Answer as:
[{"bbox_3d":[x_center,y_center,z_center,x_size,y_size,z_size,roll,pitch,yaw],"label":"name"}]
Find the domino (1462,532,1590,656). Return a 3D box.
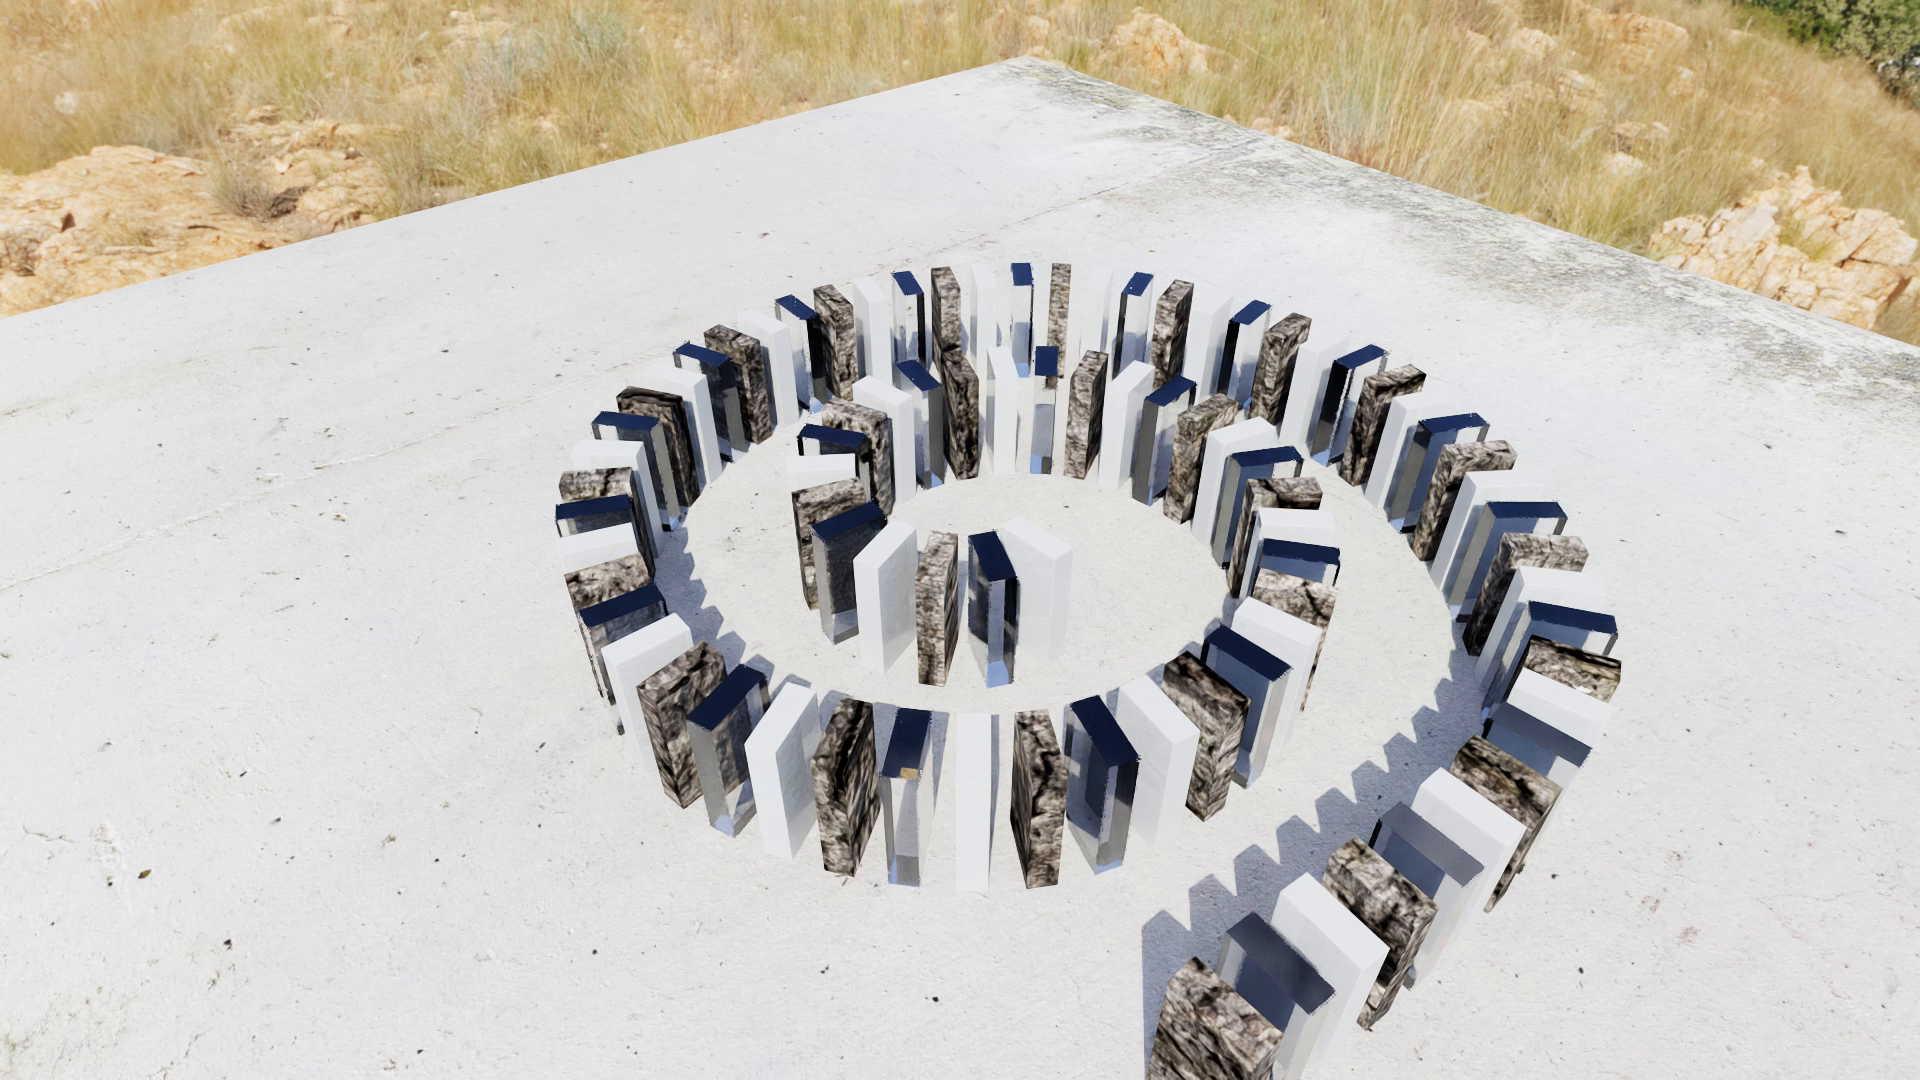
[{"bbox_3d":[0.198,0.020,0.387,0.025,0.050,0.010,3,39,4],"label":"domino"}]

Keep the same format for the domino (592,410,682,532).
[{"bbox_3d":[-0.130,-0.027,0.445,0.025,0.050,0.010,8,40,10],"label":"domino"}]

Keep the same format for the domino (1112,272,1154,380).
[{"bbox_3d":[0.084,-0.102,0.536,0.010,0.050,0.025,15,42,18],"label":"domino"}]

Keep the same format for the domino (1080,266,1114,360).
[{"bbox_3d":[0.067,-0.106,0.541,0.009,0.050,0.025,10,40,12],"label":"domino"}]

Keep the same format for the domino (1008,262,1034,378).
[{"bbox_3d":[0.030,-0.108,0.544,0.009,0.050,0.025,-1,39,-1],"label":"domino"}]

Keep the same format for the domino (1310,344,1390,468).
[{"bbox_3d":[0.171,-0.059,0.483,0.025,0.050,0.009,-24,45,-27],"label":"domino"}]

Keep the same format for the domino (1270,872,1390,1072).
[{"bbox_3d":[0.089,0.110,0.278,0.010,0.050,0.025,-24,45,-26],"label":"domino"}]

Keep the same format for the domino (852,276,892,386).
[{"bbox_3d":[-0.042,-0.098,0.532,0.010,0.050,0.025,-15,42,-17],"label":"domino"}]

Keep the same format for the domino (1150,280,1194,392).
[{"bbox_3d":[0.101,-0.097,0.530,0.009,0.050,0.025,19,43,22],"label":"domino"}]

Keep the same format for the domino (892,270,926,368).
[{"bbox_3d":[-0.025,-0.102,0.536,0.010,0.050,0.025,-11,41,-13],"label":"domino"}]

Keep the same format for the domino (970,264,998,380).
[{"bbox_3d":[0.011,-0.107,0.543,0.010,0.050,0.025,-5,40,-6],"label":"domino"}]

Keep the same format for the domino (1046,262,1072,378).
[{"bbox_3d":[0.048,-0.108,0.543,0.009,0.050,0.025,4,39,5],"label":"domino"}]

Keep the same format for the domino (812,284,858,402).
[{"bbox_3d":[-0.059,-0.093,0.525,0.009,0.050,0.025,-19,43,-22],"label":"domino"}]

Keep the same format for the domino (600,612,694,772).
[{"bbox_3d":[-0.096,0.049,0.351,0.025,0.050,0.009,-28,47,-30],"label":"domino"}]

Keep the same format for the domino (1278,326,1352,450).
[{"bbox_3d":[0.159,-0.068,0.494,0.025,0.050,0.010,-30,48,-31],"label":"domino"}]

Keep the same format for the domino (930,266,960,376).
[{"bbox_3d":[-0.007,-0.105,0.540,0.009,0.050,0.025,-8,40,-10],"label":"domino"}]

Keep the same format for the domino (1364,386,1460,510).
[{"bbox_3d":[0.187,-0.038,0.457,0.025,0.050,0.009,-12,41,-14],"label":"domino"}]

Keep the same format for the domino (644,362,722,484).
[{"bbox_3d":[-0.118,-0.049,0.472,0.025,0.050,0.010,16,42,19],"label":"domino"}]

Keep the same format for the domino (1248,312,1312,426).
[{"bbox_3d":[0.146,-0.076,0.504,0.010,0.050,0.025,30,48,32],"label":"domino"}]

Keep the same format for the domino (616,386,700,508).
[{"bbox_3d":[-0.125,-0.039,0.458,0.025,0.050,0.009,12,41,14],"label":"domino"}]

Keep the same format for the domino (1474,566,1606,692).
[{"bbox_3d":[0.195,0.032,0.372,0.025,0.050,0.010,7,40,8],"label":"domino"}]

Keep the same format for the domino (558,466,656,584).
[{"bbox_3d":[-0.133,-0.004,0.416,0.025,0.050,0.009,-4,40,-5],"label":"domino"}]

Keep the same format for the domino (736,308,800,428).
[{"bbox_3d":[-0.088,-0.079,0.508,0.025,0.050,0.010,30,48,32],"label":"domino"}]

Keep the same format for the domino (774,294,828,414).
[{"bbox_3d":[-0.075,-0.087,0.518,0.009,0.050,0.025,-26,46,-28],"label":"domino"}]

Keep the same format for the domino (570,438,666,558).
[{"bbox_3d":[-0.133,-0.016,0.430,0.025,0.050,0.010,3,39,3],"label":"domino"}]

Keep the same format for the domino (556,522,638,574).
[{"bbox_3d":[-0.123,0.019,0.388,0.025,0.050,0.009,-14,41,-16],"label":"domino"}]

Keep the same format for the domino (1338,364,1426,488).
[{"bbox_3d":[0.180,-0.049,0.471,0.025,0.050,0.010,-18,42,-20],"label":"domino"}]

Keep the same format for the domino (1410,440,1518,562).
[{"bbox_3d":[0.196,-0.015,0.430,0.025,0.050,0.009,-5,40,-6],"label":"domino"}]

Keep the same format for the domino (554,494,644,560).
[{"bbox_3d":[-0.129,0.008,0.402,0.025,0.050,0.010,-9,40,-11],"label":"domino"}]

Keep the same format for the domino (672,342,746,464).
[{"bbox_3d":[-0.110,-0.060,0.485,0.025,0.050,0.009,20,43,22],"label":"domino"}]

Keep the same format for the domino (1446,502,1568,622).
[{"bbox_3d":[0.199,0.009,0.401,0.025,0.050,0.009,0,39,0],"label":"domino"}]

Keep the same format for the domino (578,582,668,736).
[{"bbox_3d":[-0.107,0.040,0.363,0.025,0.050,0.010,-22,44,-25],"label":"domino"}]

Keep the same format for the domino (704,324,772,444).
[{"bbox_3d":[-0.100,-0.070,0.497,0.025,0.050,0.010,24,45,27],"label":"domino"}]

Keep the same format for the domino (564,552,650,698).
[{"bbox_3d":[-0.116,0.030,0.375,0.025,0.050,0.009,-18,43,-20],"label":"domino"}]

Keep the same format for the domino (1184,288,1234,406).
[{"bbox_3d":[0.117,-0.091,0.522,0.009,0.050,0.025,23,44,25],"label":"domino"}]

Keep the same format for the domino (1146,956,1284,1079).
[{"bbox_3d":[0.059,0.123,0.261,0.010,0.050,0.025,-29,47,-30],"label":"domino"}]

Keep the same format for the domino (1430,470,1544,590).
[{"bbox_3d":[0.198,-0.003,0.415,0.025,0.050,0.009,-3,39,-3],"label":"domino"}]

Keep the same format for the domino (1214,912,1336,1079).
[{"bbox_3d":[0.074,0.116,0.269,0.010,0.050,0.025,-24,45,-27],"label":"domino"}]

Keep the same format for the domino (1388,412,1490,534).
[{"bbox_3d":[0.192,-0.026,0.444,0.025,0.050,0.009,-8,40,-10],"label":"domino"}]

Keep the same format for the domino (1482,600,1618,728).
[{"bbox_3d":[0.191,0.043,0.358,0.025,0.050,0.010,11,41,13],"label":"domino"}]

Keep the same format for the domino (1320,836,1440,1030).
[{"bbox_3d":[0.104,0.103,0.286,0.009,0.050,0.025,-24,45,-27],"label":"domino"}]

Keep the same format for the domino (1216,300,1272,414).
[{"bbox_3d":[0.132,-0.084,0.514,0.009,0.050,0.025,26,46,28],"label":"domino"}]
